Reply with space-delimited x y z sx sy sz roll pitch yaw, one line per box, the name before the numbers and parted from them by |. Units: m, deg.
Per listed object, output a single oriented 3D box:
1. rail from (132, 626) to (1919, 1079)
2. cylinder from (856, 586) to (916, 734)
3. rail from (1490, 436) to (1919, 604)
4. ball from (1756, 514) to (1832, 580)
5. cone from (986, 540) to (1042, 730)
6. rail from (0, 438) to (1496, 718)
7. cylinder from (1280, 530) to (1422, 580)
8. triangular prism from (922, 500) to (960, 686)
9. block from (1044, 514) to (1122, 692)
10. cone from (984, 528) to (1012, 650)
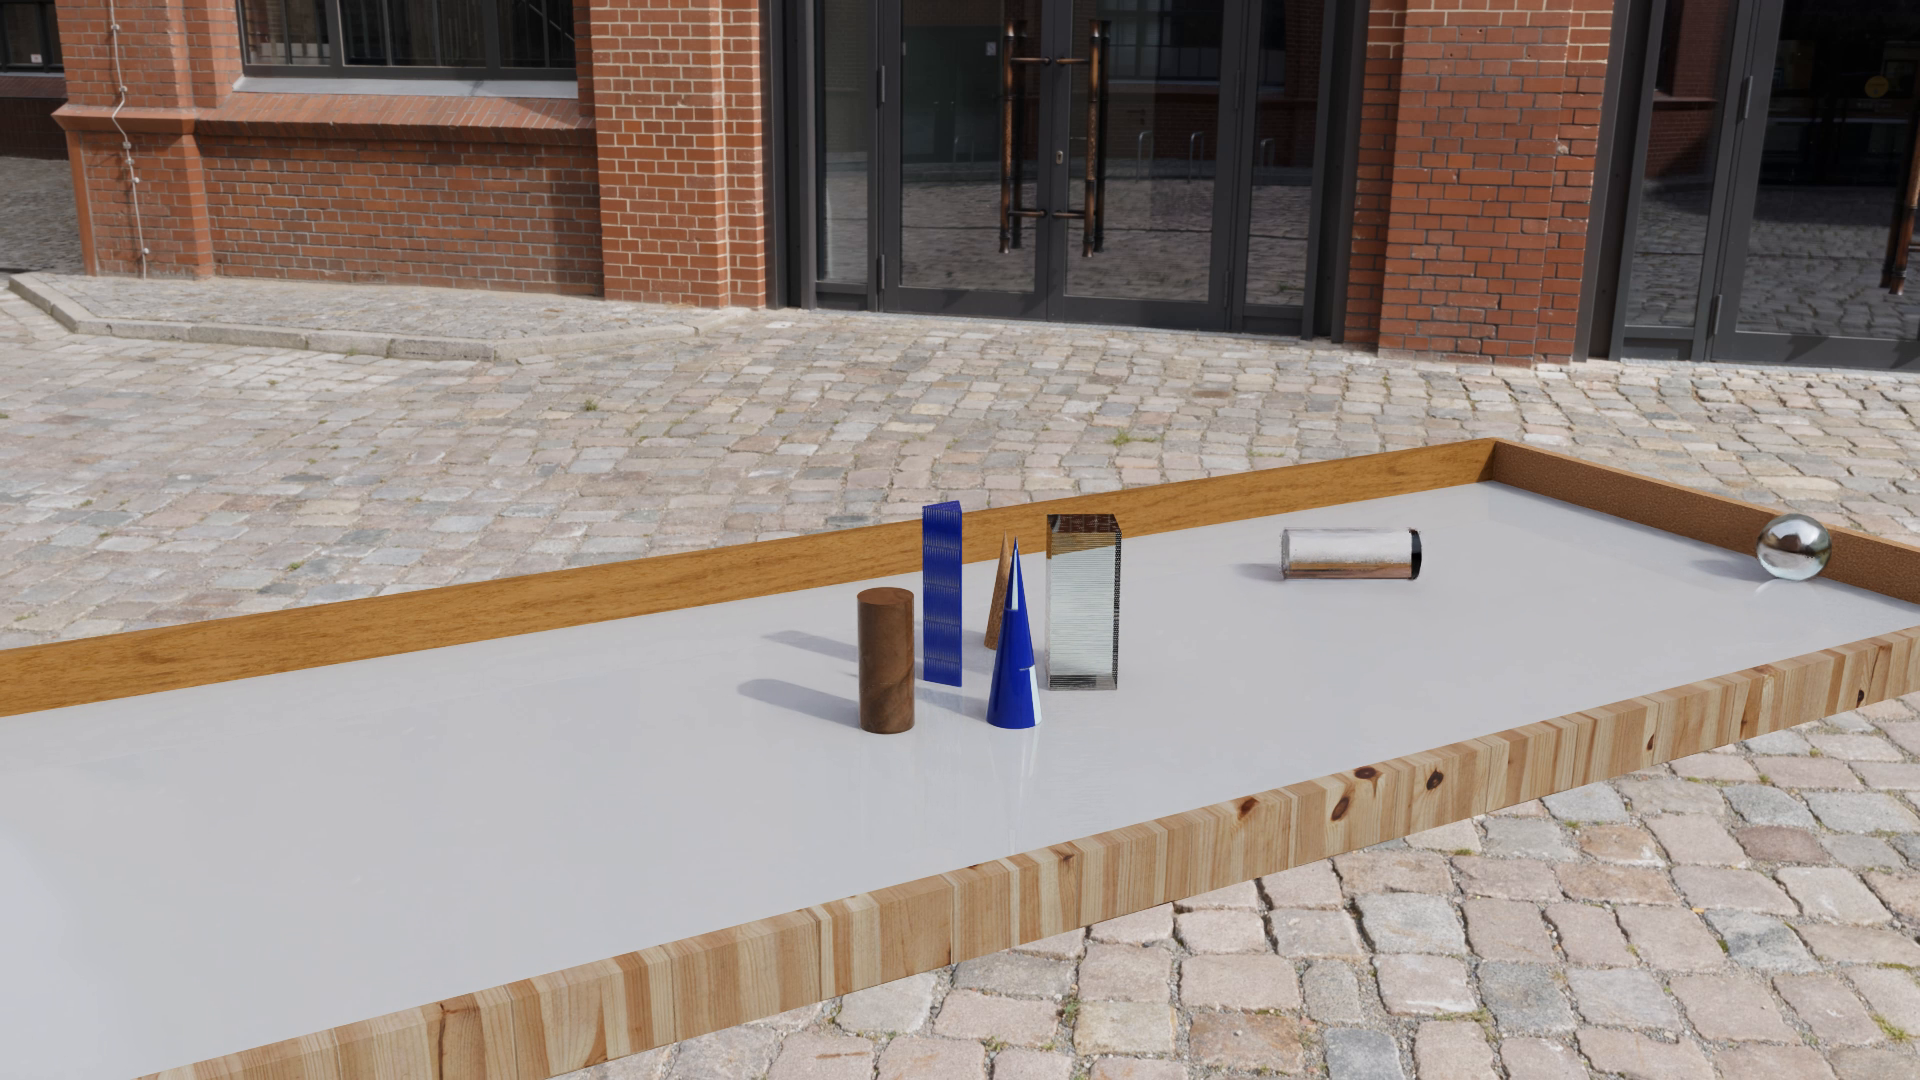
rail | -2.336 1.006 1.665 12.000 0.150 0.050 -9 18 -27
cylinder | -0.172 0.280 3.840 0.132 0.317 0.132 0 16 0
rail | 2.466 -0.048 5.253 0.050 0.150 2.100 -9 18 -27
ball | 2.489 0.021 4.924 0.202 0.202 0.202 0 16 0
cone | 0.128 0.205 3.852 0.136 0.455 0.136 0 16 0
rail | -3.305 0.497 3.399 12.000 0.150 0.050 -9 18 -27
cylinder | 1.169 0.042 4.944 0.387 0.150 0.150 0 16 0
triangular prism | -0.025 0.131 4.107 0.106 0.453 0.091 8 18 25
block | 0.303 0.154 4.107 0.167 0.408 0.167 0 16 -2
cone | 0.118 0.122 4.363 0.108 0.325 0.108 0 16 0
